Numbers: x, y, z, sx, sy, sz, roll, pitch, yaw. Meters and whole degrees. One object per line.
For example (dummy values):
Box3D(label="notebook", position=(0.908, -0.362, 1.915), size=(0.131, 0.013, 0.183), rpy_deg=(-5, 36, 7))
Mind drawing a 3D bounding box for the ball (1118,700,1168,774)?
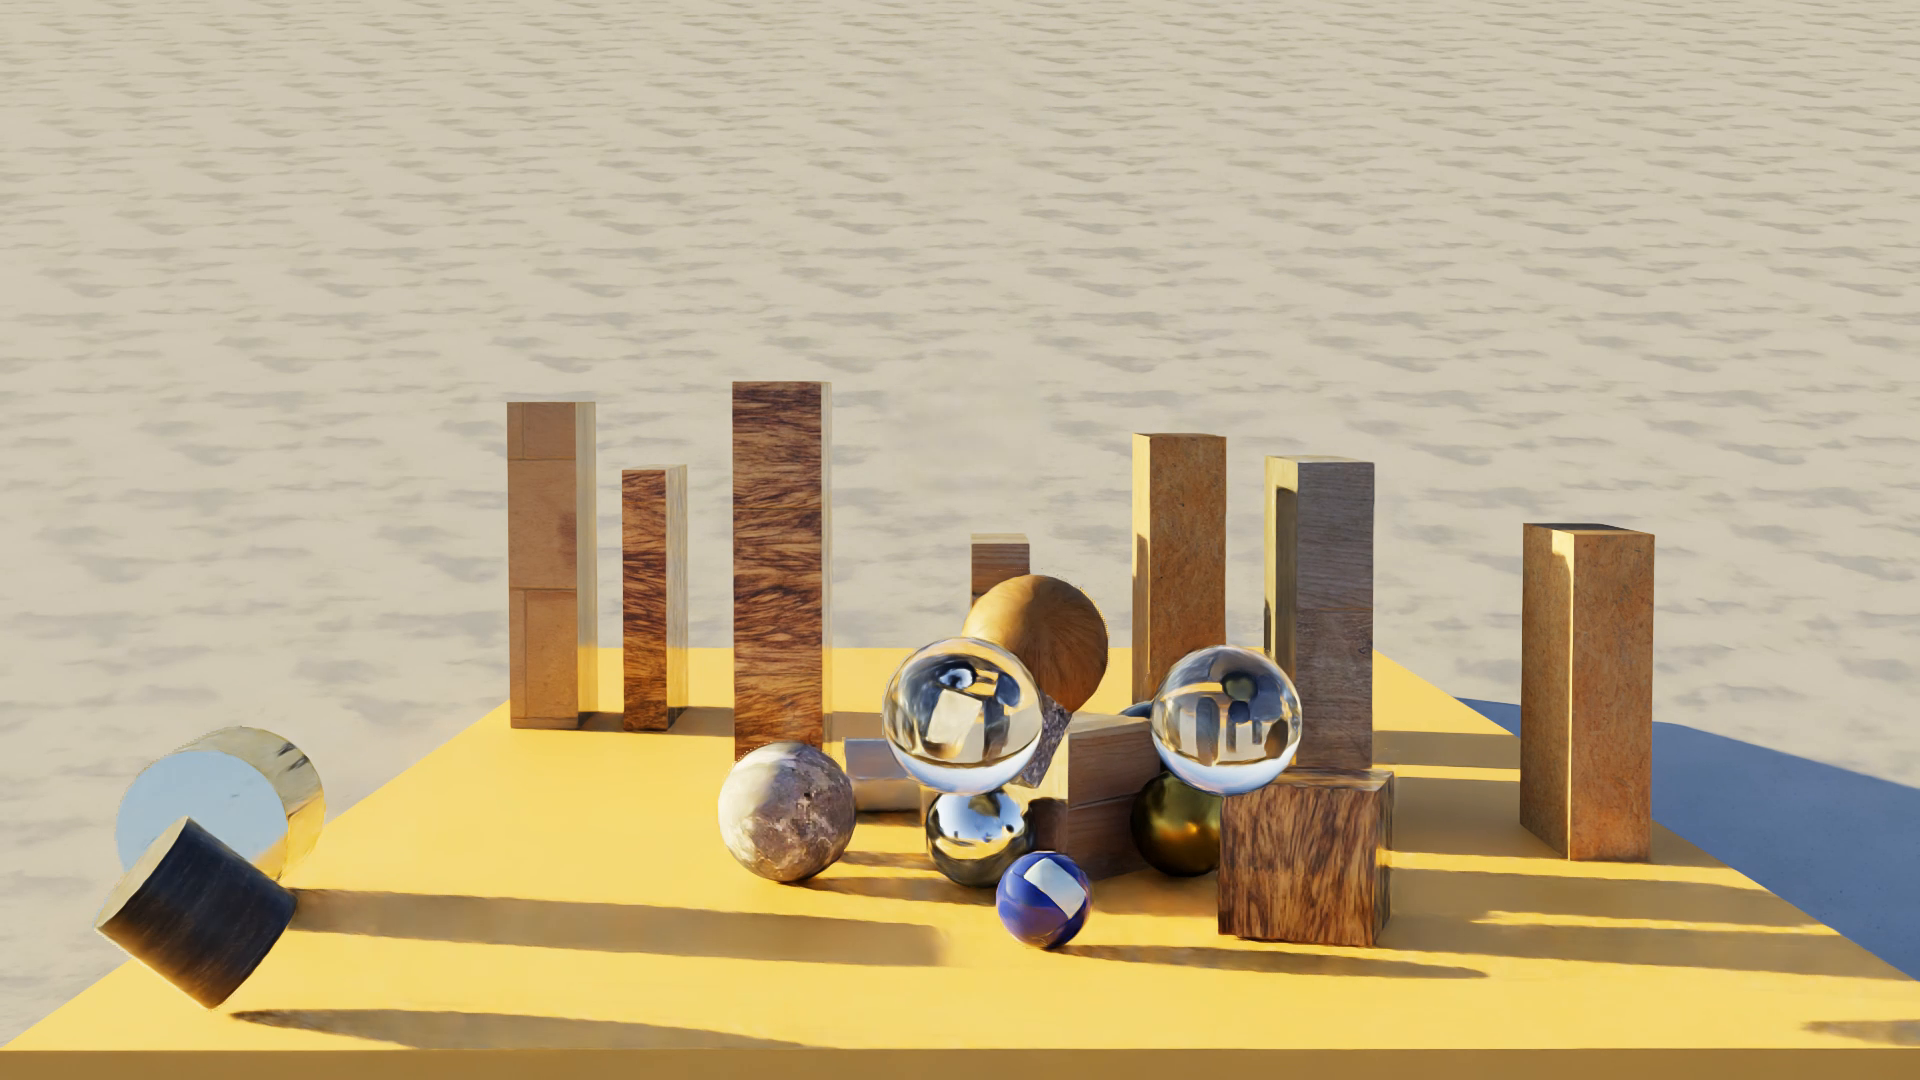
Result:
Box3D(label="ball", position=(0.294, 0.334, 3.865), size=(0.184, 0.184, 0.184), rpy_deg=(0, 21, 0))

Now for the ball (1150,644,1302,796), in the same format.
Box3D(label="ball", position=(0.309, 0.209, 2.983), size=(0.177, 0.177, 0.177), rpy_deg=(0, 21, 0))

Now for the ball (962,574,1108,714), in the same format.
Box3D(label="ball", position=(0.100, 0.146, 3.448), size=(0.200, 0.200, 0.200), rpy_deg=(0, 21, 0))

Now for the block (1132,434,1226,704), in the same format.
Box3D(label="block", position=(0.405, 0.088, 4.797), size=(0.136, 0.567, 0.441), rpy_deg=(0, 3, 0))

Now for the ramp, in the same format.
Box3D(label="ramp", position=(0.048, 0.438, 4.532), size=(2.000, 0.100, 4.000), rpy_deg=(0, 3, 0))

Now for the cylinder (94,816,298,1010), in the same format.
Box3D(label="cylinder", position=(-0.792, 0.387, 2.669), size=(0.144, 0.144, 0.144), rpy_deg=(41, 13, -17))

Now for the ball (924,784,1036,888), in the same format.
Box3D(label="ball", position=(0.027, 0.381, 3.356), size=(0.147, 0.147, 0.147), rpy_deg=(0, 21, 0))

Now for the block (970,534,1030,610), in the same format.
Box3D(label="block", position=(0.066, 0.197, 4.355), size=(0.095, 0.401, 0.312), rpy_deg=(0, 3, 0))

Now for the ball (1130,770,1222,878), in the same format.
Box3D(label="ball", position=(0.301, 0.377, 3.431), size=(0.146, 0.146, 0.146), rpy_deg=(0, 21, 0))

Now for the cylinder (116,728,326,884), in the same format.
Box3D(label="cylinder", position=(-0.933, 0.355, 3.259), size=(0.209, 0.209, 0.209), rpy_deg=(-1, 3, -2))

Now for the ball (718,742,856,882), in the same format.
Box3D(label="ball", position=(-0.229, 0.360, 3.402), size=(0.185, 0.185, 0.185), rpy_deg=(0, 21, 0))

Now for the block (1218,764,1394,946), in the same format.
Box3D(label="block", position=(0.419, 0.375, 3.098), size=(0.182, 0.182, 0.182), rpy_deg=(2, 3, 16))

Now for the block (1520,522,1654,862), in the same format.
Box3D(label="block", position=(0.896, 0.209, 3.690), size=(0.111, 0.452, 0.314), rpy_deg=(0, 3, 0))

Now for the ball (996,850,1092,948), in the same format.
Box3D(label="ball", position=(0.098, 0.419, 2.993), size=(0.113, 0.113, 0.113), rpy_deg=(0, 21, 0))

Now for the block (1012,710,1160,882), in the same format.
Box3D(label="block", position=(0.129, 0.346, 3.497), size=(0.202, 0.202, 0.202), rpy_deg=(3, 4, 41))

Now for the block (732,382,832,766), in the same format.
Box3D(label="block", position=(-0.276, 0.083, 4.047), size=(0.134, 0.664, 0.326), rpy_deg=(0, 3, 0))

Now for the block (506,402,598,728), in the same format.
Box3D(label="block", position=(-0.803, 0.042, 5.078), size=(0.132, 0.629, 0.277), rpy_deg=(0, 3, 0))

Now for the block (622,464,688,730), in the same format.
Box3D(label="block", position=(-0.604, 0.105, 5.110), size=(0.083, 0.500, 0.398), rpy_deg=(0, 3, 0))

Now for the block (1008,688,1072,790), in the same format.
Box3D(label="block", position=(0.052, 0.237, 3.260), size=(0.107, 0.107, 0.107), rpy_deg=(7, -25, 46))

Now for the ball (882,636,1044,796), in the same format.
Box3D(label="ball", position=(0.003, 0.196, 2.857), size=(0.178, 0.178, 0.178), rpy_deg=(0, 21, 0))

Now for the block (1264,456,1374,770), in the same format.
Box3D(label="block", position=(0.547, 0.148, 3.953), size=(0.112, 0.545, 0.396), rpy_deg=(0, 3, 0))
